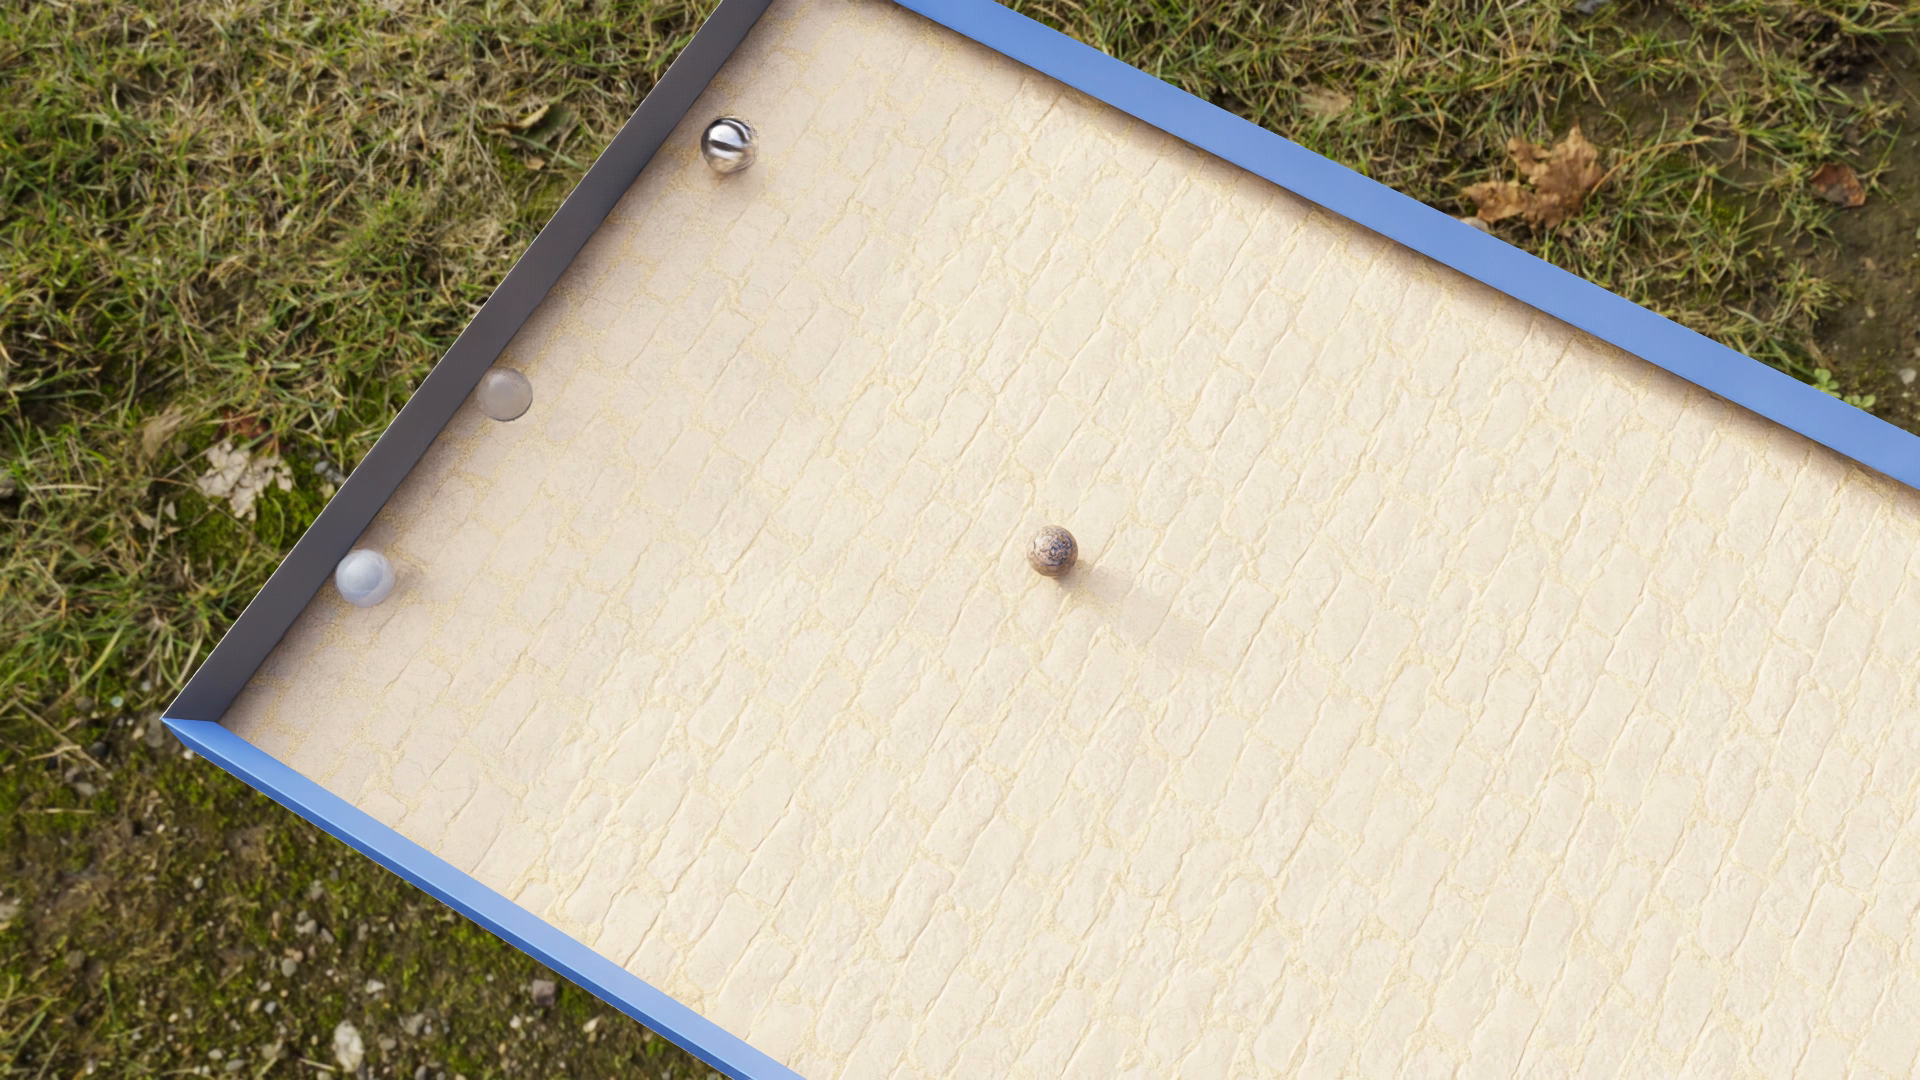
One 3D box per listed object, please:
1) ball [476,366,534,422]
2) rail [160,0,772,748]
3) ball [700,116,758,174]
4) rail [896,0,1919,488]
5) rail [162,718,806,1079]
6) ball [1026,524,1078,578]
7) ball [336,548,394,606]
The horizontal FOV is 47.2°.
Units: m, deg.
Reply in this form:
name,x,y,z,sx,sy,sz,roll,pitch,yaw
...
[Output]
name,x,y,z,sx,sy,sz,roll,pitch,yaw
ball,-0.756,-0.242,3.656,0.092,0.092,0.092,0,65,0
rail,-0.736,-0.401,3.708,0.045,0.128,1.807,28,68,12
ball,-0.405,-0.692,3.859,0.098,0.098,0.098,0,65,0
rail,1.201,-0.295,3.660,3.505,0.128,0.045,28,68,12
rail,0.311,1.084,3.027,3.505,0.128,0.045,28,68,12
ball,0.148,0.018,3.541,0.085,0.085,0.085,0,65,0
ball,-0.952,0.060,3.518,0.091,0.091,0.091,0,65,0
